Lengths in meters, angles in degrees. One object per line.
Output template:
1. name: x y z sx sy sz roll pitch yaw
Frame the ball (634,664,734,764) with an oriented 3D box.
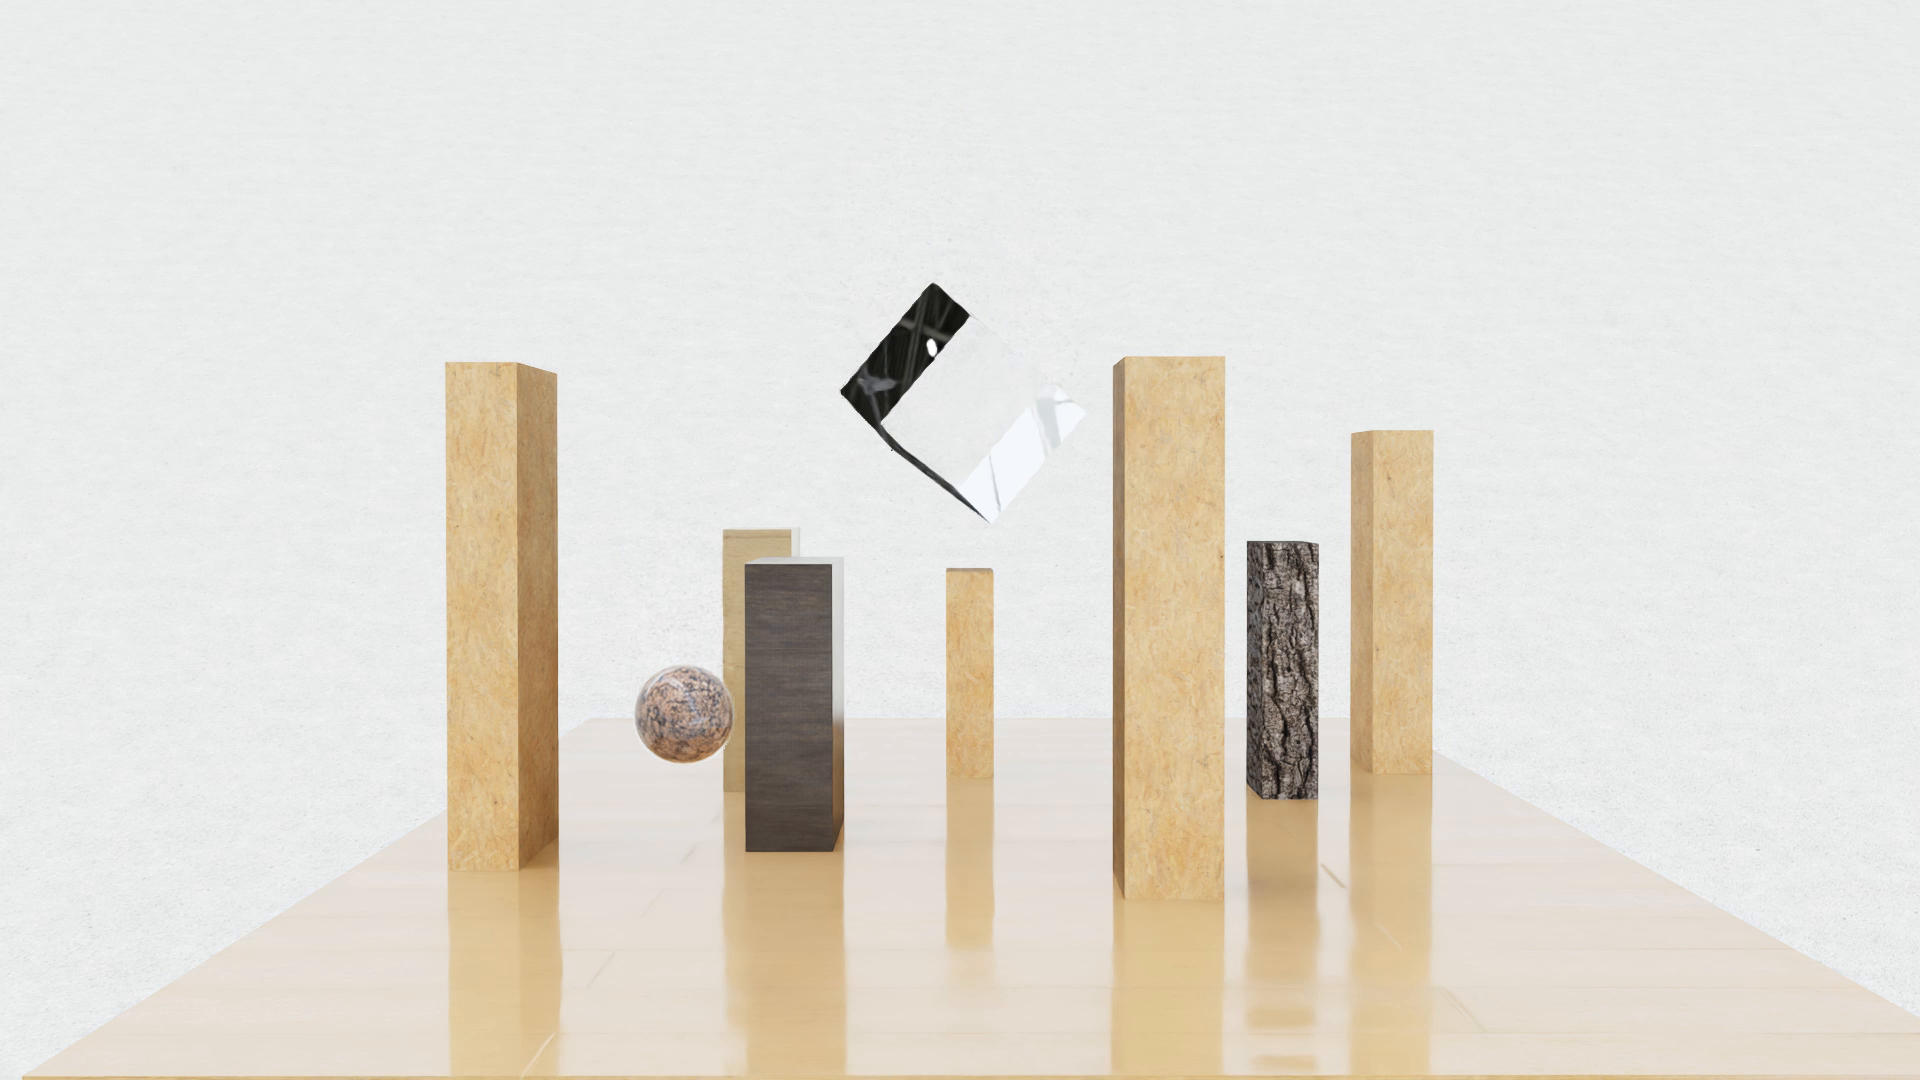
1. ball: -0.330 0.208 3.087 0.119 0.119 0.119 0 27 0

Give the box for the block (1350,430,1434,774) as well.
1. block: 0.906 0.124 5.433 0.123 0.704 0.305 0 1 0

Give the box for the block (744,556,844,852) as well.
1. block: -0.276 0.266 4.371 0.141 0.465 0.427 0 1 0

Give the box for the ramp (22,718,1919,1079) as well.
1. ramp: 0.060 0.544 4.580 2.000 0.100 4.000 0 1 0

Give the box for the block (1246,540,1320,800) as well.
1. block: 0.621 0.245 4.986 0.106 0.482 0.271 0 1 0

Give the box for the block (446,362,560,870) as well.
1. block: -0.733 0.113 4.155 0.109 0.780 0.403 0 1 0

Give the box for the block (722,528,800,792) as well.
1. block: -0.391 0.230 5.112 0.133 0.507 0.274 0 1 0

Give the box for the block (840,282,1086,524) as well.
1. block: 0.002 -0.145 2.719 0.154 0.154 0.154 37 6 -35

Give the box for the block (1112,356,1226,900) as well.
1. block: 0.305 0.123 3.811 0.142 0.773 0.290 0 1 0

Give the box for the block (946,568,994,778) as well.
1. block: 0.020 0.270 5.354 0.097 0.416 0.288 0 1 0
